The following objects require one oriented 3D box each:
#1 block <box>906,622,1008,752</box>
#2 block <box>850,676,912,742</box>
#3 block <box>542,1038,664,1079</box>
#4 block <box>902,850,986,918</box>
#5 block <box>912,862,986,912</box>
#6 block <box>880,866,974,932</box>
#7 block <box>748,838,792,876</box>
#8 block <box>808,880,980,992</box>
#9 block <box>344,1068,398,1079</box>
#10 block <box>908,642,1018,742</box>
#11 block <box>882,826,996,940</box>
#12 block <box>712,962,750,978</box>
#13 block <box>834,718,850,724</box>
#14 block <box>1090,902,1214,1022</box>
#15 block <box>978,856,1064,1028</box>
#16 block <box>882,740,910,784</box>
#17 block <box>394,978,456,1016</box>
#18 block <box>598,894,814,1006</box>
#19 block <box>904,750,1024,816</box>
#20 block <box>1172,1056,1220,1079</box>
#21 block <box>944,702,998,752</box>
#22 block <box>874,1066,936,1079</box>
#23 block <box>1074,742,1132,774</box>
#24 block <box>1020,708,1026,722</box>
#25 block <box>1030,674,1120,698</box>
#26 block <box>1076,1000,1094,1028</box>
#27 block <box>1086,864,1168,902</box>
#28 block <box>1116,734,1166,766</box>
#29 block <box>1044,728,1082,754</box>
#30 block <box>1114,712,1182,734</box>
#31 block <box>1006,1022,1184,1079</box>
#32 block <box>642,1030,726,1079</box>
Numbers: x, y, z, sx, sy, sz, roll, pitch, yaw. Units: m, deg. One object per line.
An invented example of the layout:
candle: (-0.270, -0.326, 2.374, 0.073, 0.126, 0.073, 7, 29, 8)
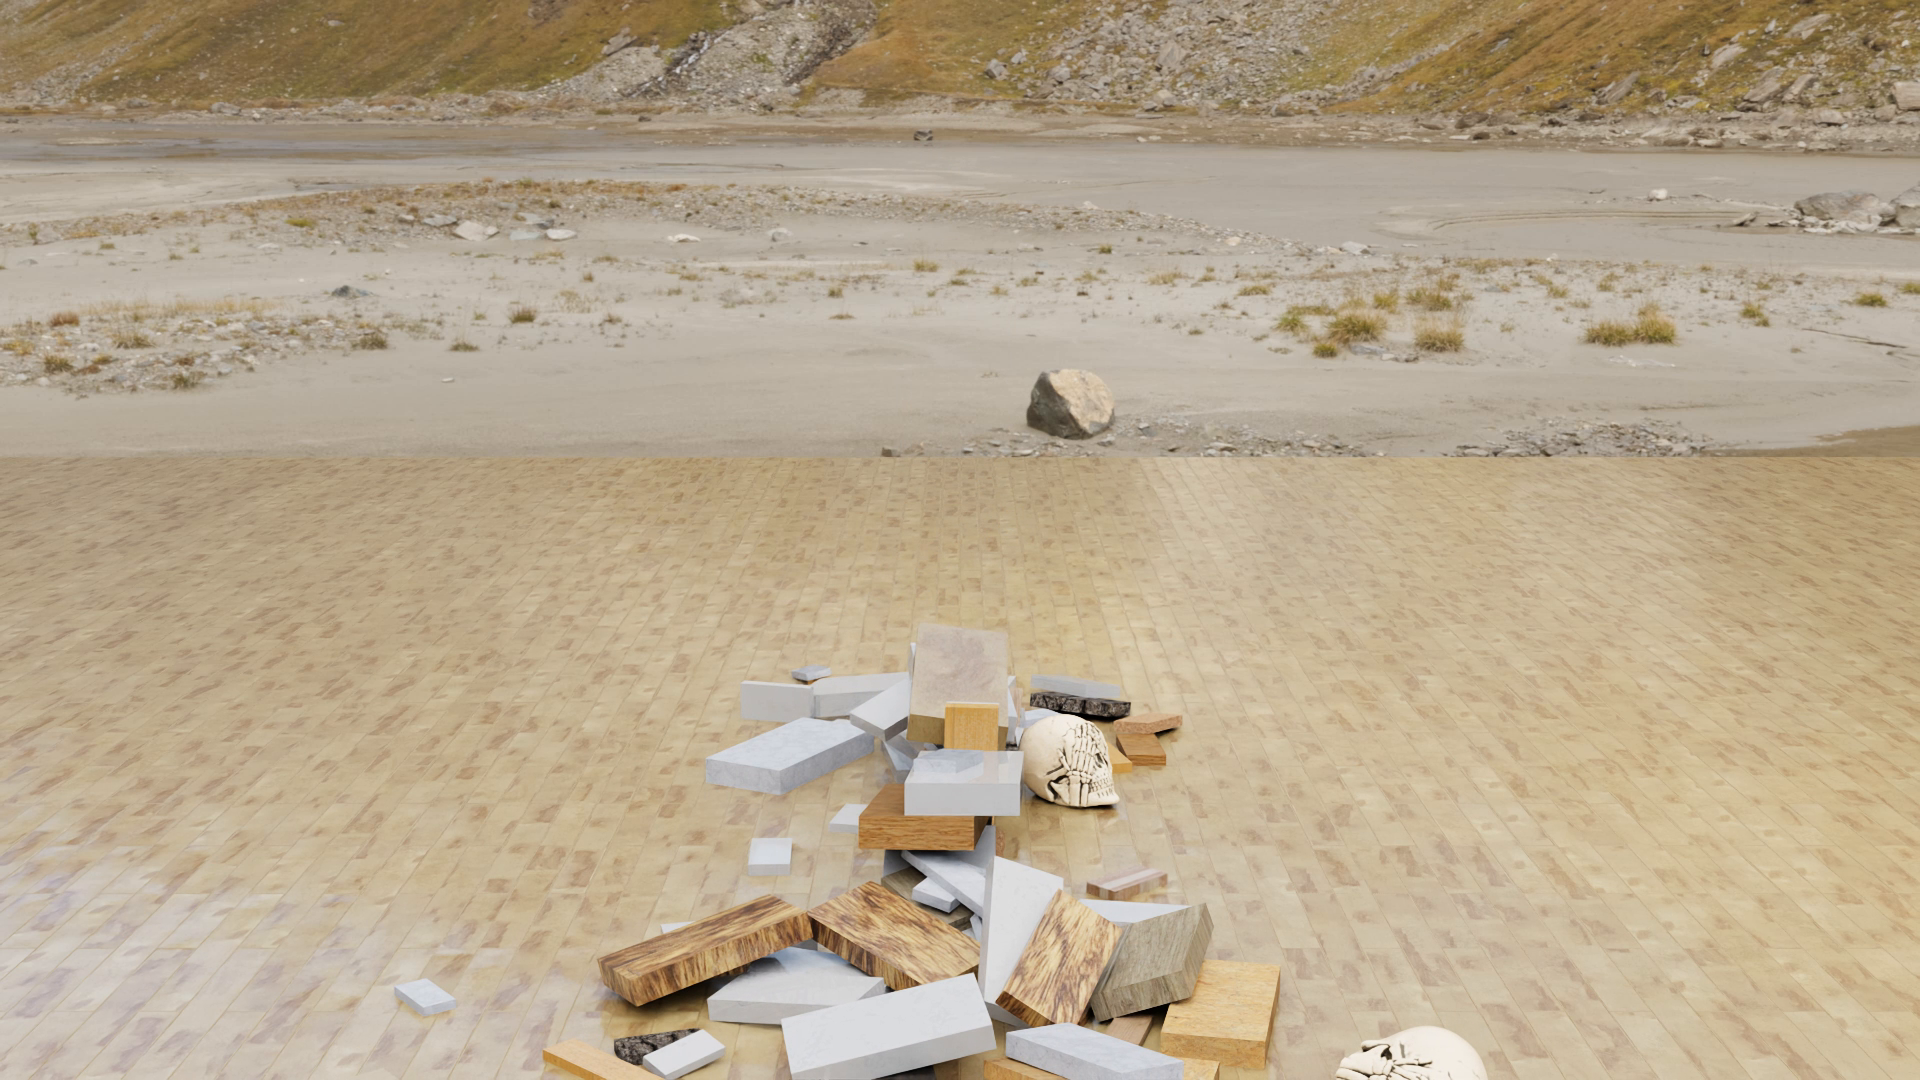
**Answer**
block: (-0.002, 0.267, 4.091, 0.174, 0.049, 0.504, 8, 16, -2)
block: (-0.109, 0.320, 4.272, 0.098, 0.028, 0.196, 23, 39, 40)
block: (-0.470, 0.715, 2.954, 0.228, 0.015, 0.053, 10, 14, 42)
block: (0.020, 0.530, 3.329, 0.060, 0.017, 0.293, -7, 23, -36)
block: (-0.014, 0.529, 3.374, 0.065, 0.018, 0.131, 16, 20, 24)
block: (-0.042, 0.553, 3.381, 0.083, 0.023, 0.166, -16, 28, -31)
block: (-0.329, 0.551, 3.826, 0.071, 0.020, 0.142, 0, 11, -3)
block: (-0.089, 0.598, 3.258, 0.135, 0.038, 0.276, -20, 30, -40)
block: (-0.821, 0.739, 2.761, 0.271, 0.038, 0.135, -9, 14, -39)
block: (0.001, 0.287, 4.198, 0.174, 0.049, 0.348, 6, 17, -7)
block: (-0.034, 0.563, 3.449, 0.177, 0.050, 0.355, 0, 24, 2)
block: (-0.393, 0.632, 3.280, 0.166, 0.023, 0.083, -12, 10, 6)
block: (-0.224, 0.398, 4.660, 0.106, 0.015, 0.053, 5, 12, 24)
block: (0.286, 0.621, 3.249, 0.142, 0.040, 0.299, -19, 5, 15)
block: (0.088, 0.581, 3.168, 0.112, 0.032, 0.263, 20, 40, -12)
block: (-0.096, 0.438, 4.412, 0.095, 0.027, 0.246, -2, 11, -9)
block: (-0.782, 0.668, 3.212, 0.050, 0.014, 0.101, -8, 13, -37)
block: (-0.376, 0.602, 3.243, 0.283, 0.040, 0.142, -17, 11, -27)
block: (0.012, 0.392, 3.571, 0.177, 0.050, 0.390, 0, 2, 3)
block: (0.257, 0.715, 2.933, 0.167, 0.024, 0.083, 3, 11, 15)
block: (0.019, 0.372, 3.781, 0.091, 0.182, 0.026, 2, 12, 2)
block: (-0.078, 0.713, 2.941, 0.083, 0.024, 0.285, -1, 11, -7)
block: (0.287, 0.439, 4.429, 0.071, 0.020, 0.159, -3, 11, -14)
block: (0.039, 0.374, 4.678, 0.095, 0.027, 0.189, -9, 5, -42)
block: (0.257, 0.327, 4.922, 0.098, 0.028, 0.196, 4, 1, -36)
block: (0.161, 0.677, 3.161, 0.052, 0.015, 0.103, 3, 11, 17)
block: (0.281, 0.576, 3.693, 0.131, 0.018, 0.065, -10, 14, -42)
block: (0.368, 0.427, 4.484, 0.080, 0.023, 0.159, -1, 11, -4)
block: (0.213, 0.416, 4.559, 0.059, 0.017, 0.119, -1, 11, -8)
block: (0.398, 0.386, 4.639, 0.080, 0.023, 0.159, 1, 3, 32)
block: (0.175, 0.682, 2.893, 0.112, 0.032, 0.223, 1, 2, -39)
block: (-0.374, 0.700, 2.983, 0.101, 0.014, 0.050, -17, 32, -41)
